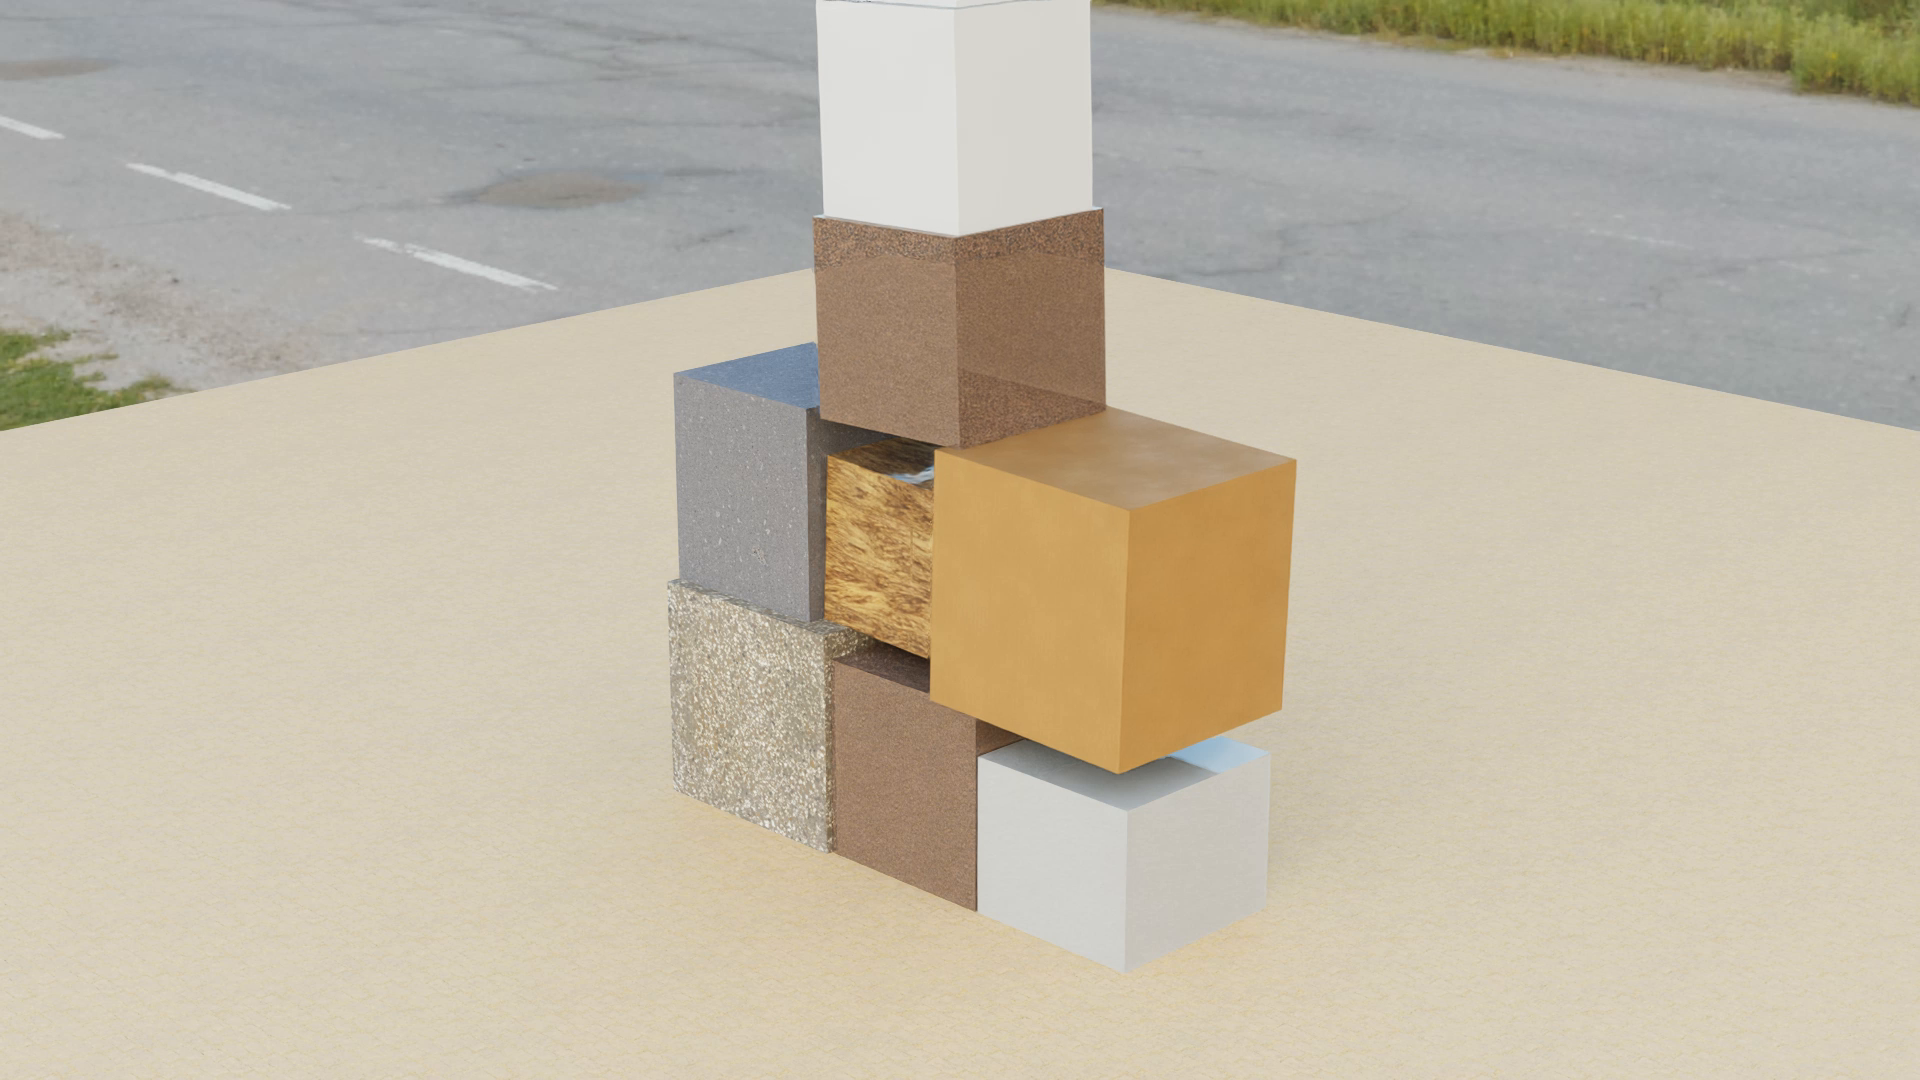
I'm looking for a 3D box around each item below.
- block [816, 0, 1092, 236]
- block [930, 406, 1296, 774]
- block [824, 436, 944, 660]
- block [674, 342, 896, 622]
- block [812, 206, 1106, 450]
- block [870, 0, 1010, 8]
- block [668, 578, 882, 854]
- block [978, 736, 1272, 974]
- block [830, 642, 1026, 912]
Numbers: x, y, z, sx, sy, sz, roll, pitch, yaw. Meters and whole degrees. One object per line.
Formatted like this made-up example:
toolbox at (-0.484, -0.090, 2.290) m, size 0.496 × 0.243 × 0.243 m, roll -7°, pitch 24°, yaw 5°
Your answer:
block at (-0.019, -1.889, 12.748) m, size 0.829 × 0.938 × 0.838 m, roll -17°, pitch 22°, yaw -42°
block at (0.652, 0.179, 12.697) m, size 1.069 × 1.148 × 1.117 m, roll -17°, pitch 26°, yaw -42°
block at (-0.040, 0.019, 13.414) m, size 0.750 × 0.790 × 0.878 m, roll -17°, pitch 27°, yaw -42°
block at (-0.713, -0.297, 13.995) m, size 0.884 × 1.019 × 0.935 m, roll -17°, pitch 24°, yaw -42°
block at (0.004, -1.001, 13.004) m, size 0.927 × 0.912 × 0.882 m, roll -17°, pitch 22°, yaw -42°
block at (-0.027, -2.631, 12.545) m, size 0.698 × 0.600 × 0.711 m, roll -17°, pitch 22°, yaw -42°
block at (-0.633, 0.719, 14.259) m, size 1.080 × 1.078 × 1.115 m, roll -17°, pitch 24°, yaw -42°
block at (0.723, 1.297, 12.975) m, size 0.945 × 0.745 × 0.878 m, roll -17°, pitch 24°, yaw -42°
block at (0.091, 0.997, 13.574) m, size 0.996 × 0.959 × 0.931 m, roll -17°, pitch 24°, yaw -42°
